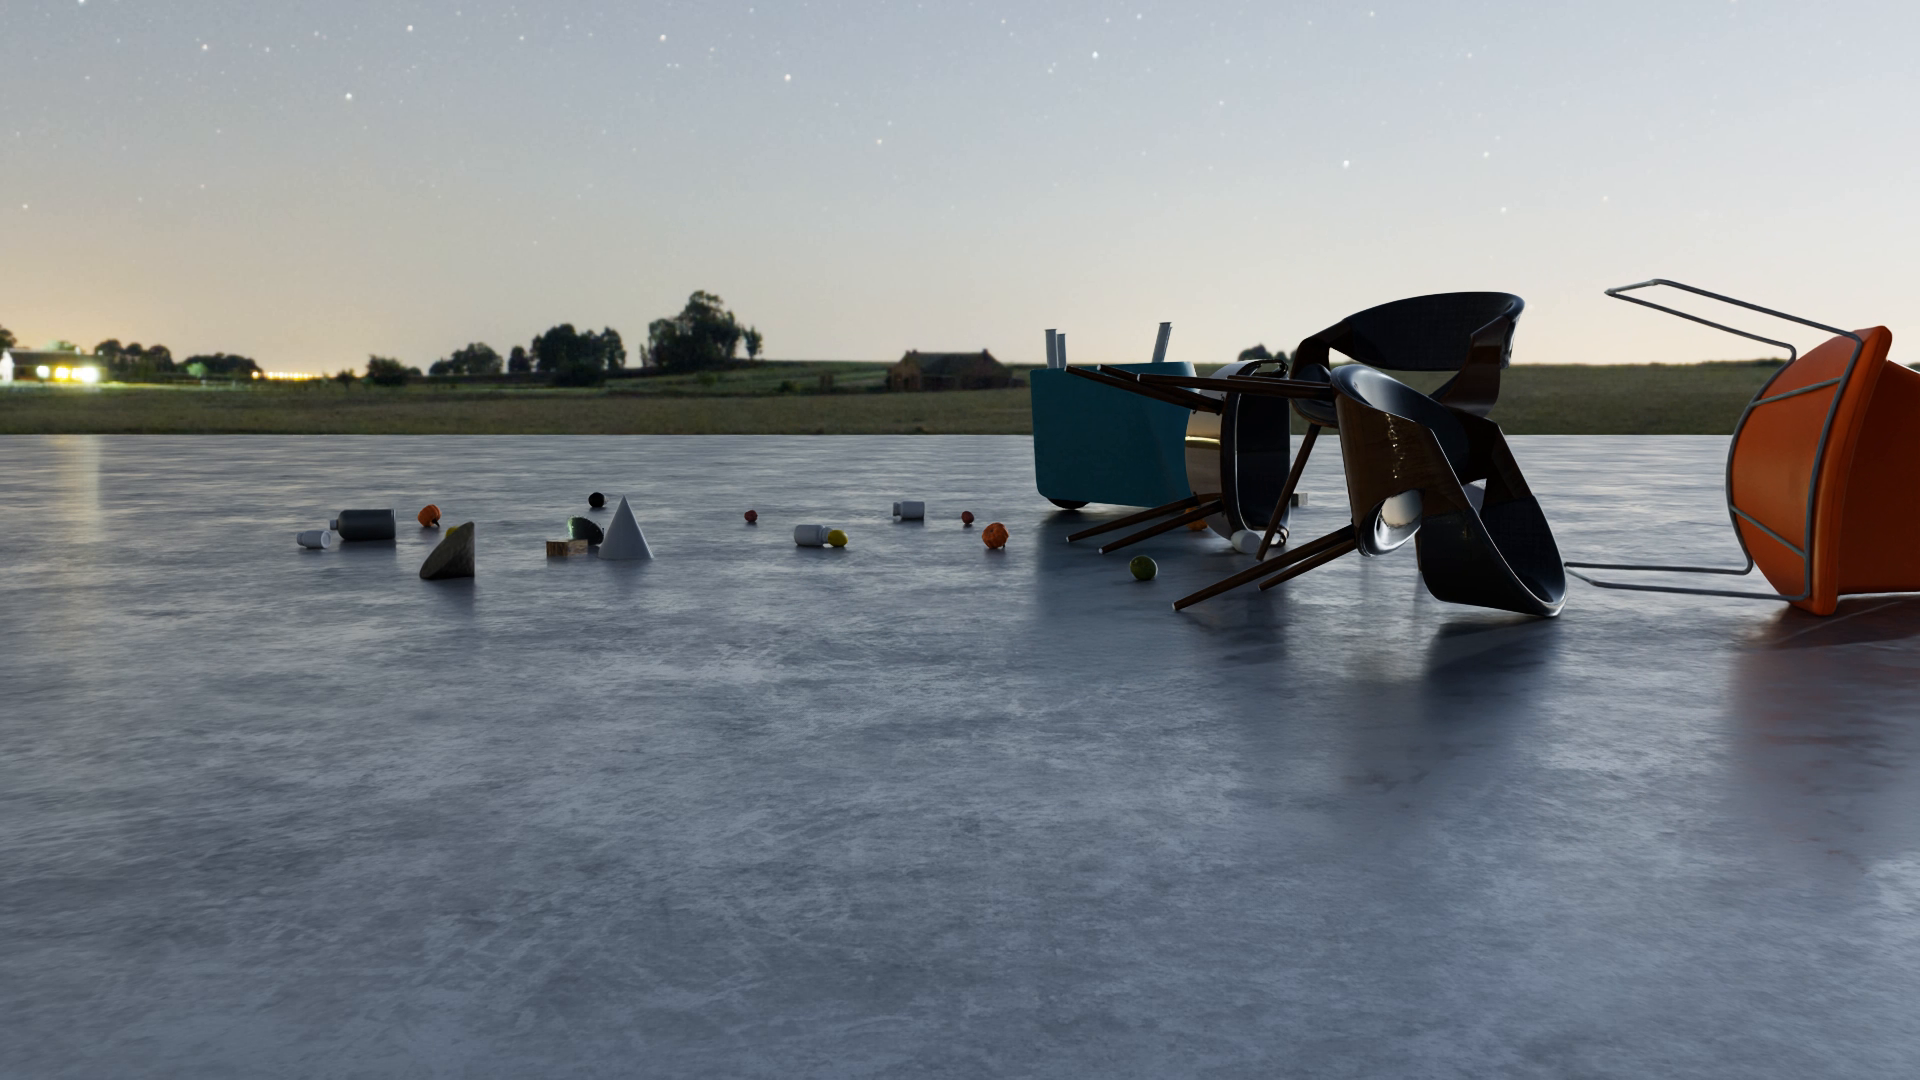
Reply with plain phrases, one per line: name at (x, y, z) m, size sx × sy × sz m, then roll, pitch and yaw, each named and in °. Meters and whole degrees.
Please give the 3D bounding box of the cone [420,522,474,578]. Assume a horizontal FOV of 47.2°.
cone at (-1.196, 0.055, 5.267) m, size 0.094 × 0.181 × 0.188 m, roll 47°, pitch -14°, yaw -22°

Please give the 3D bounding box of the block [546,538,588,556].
block at (-1.069, 0.020, 5.984) m, size 0.066 × 0.038 × 0.102 m, roll 2°, pitch 4°, yaw 22°

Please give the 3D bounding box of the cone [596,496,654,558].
cone at (-0.897, -0.038, 5.878) m, size 0.170 × 0.168 × 0.117 m, roll 2°, pitch 4°, yaw 26°

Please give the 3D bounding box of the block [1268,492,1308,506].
block at (1.271, -0.159, 8.512) m, size 0.119 × 0.049 × 0.109 m, roll 2°, pitch 4°, yaw 28°

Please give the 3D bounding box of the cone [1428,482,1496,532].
cone at (1.536, -0.066, 6.961) m, size 0.238 × 0.158 × 0.234 m, roll 1°, pitch 22°, yaw 42°

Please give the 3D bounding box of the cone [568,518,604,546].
cone at (-1.086, -0.003, 6.284) m, size 0.119 × 0.107 × 0.067 m, roll 3°, pitch 43°, yaw 28°

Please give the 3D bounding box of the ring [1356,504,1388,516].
ring at (1.475, -0.110, 7.874) m, size 0.115 × 0.038 × 0.154 m, roll 0°, pitch 3°, yaw 13°

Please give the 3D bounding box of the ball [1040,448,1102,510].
ball at (0.412, -0.229, 8.207) m, size 0.228 × 0.228 × 0.228 m, roll 0°, pitch 4°, yaw 0°
